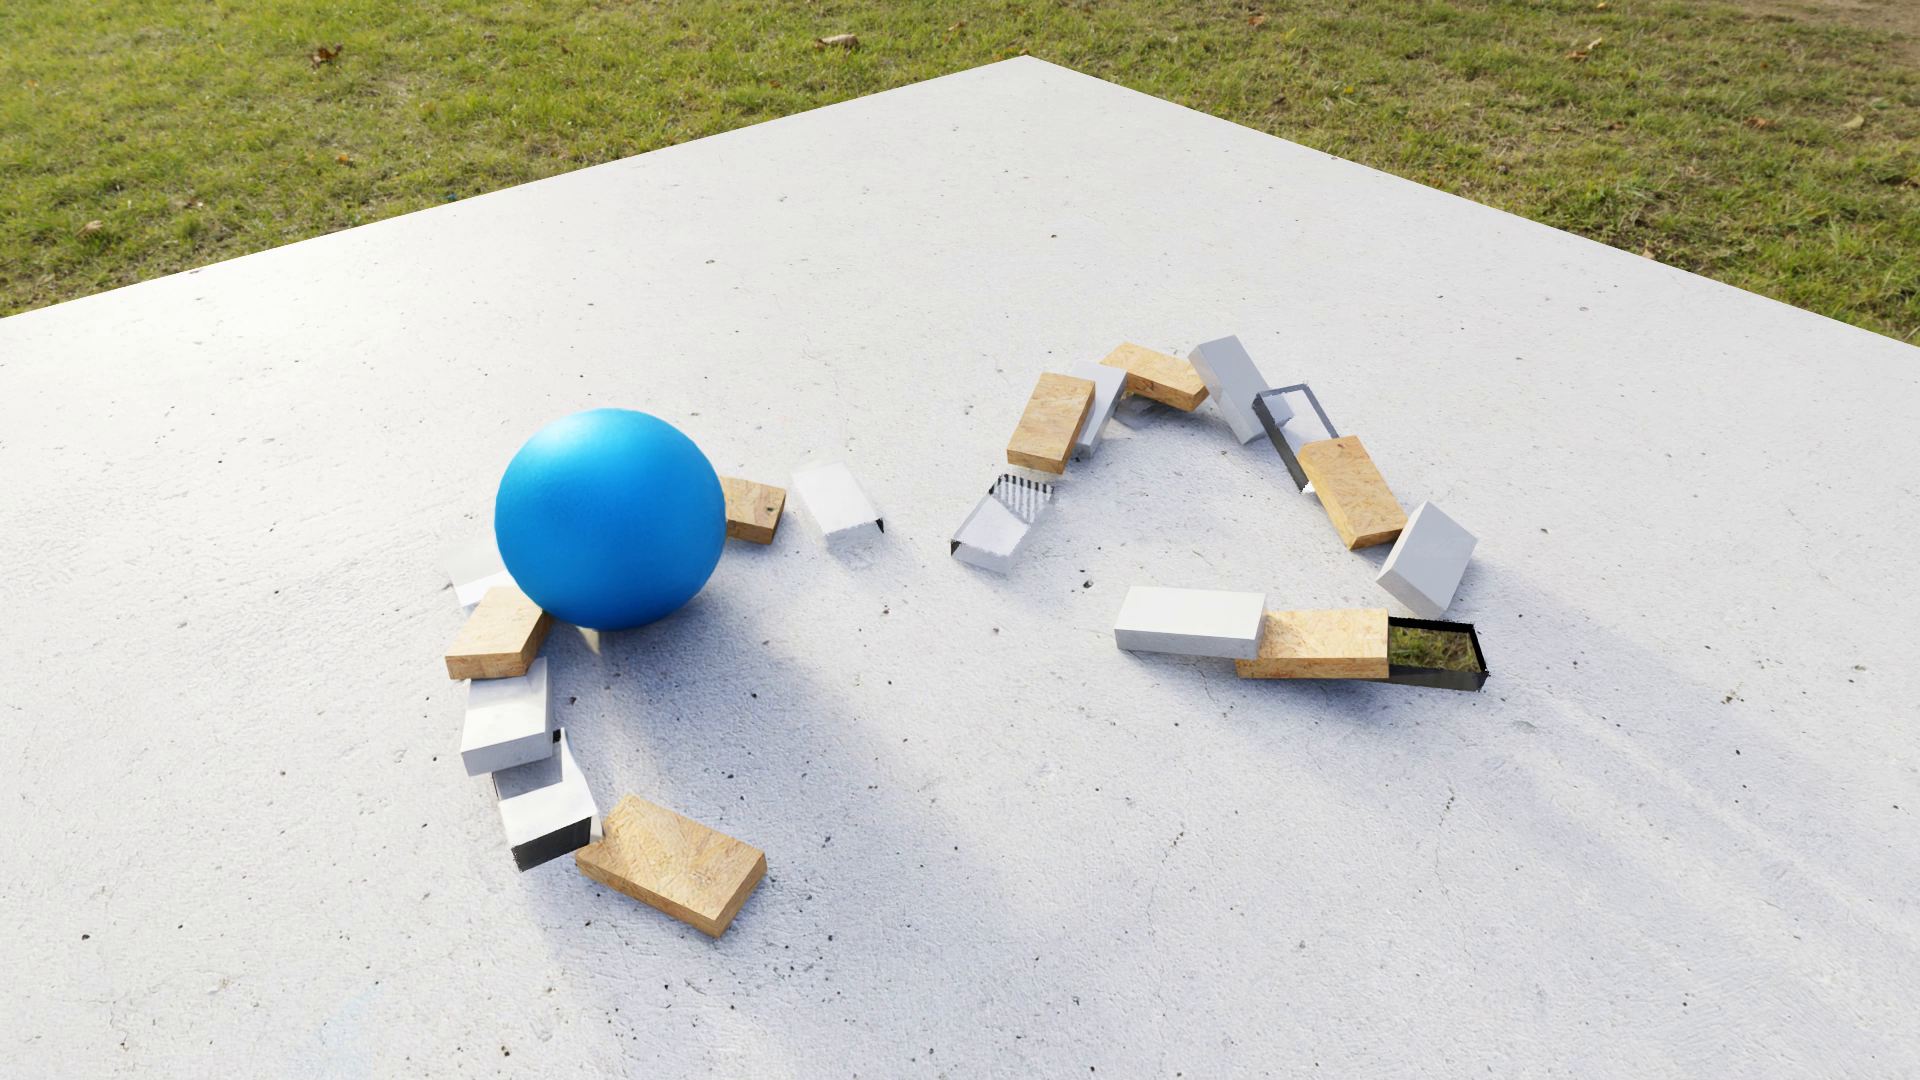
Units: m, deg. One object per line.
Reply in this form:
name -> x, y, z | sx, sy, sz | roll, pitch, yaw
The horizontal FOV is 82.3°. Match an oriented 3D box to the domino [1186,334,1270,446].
domino -> 0.129, -0.070, 0.508 | 0.025, 0.009, 0.050 | -19, 72, -30

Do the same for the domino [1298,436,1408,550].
domino -> 0.164, -0.020, 0.458 | 0.025, 0.010, 0.050 | -10, 55, -12

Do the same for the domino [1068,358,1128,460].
domino -> 0.057, -0.061, 0.508 | 0.025, 0.010, 0.050 | 16, 56, 19

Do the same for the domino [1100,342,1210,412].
domino -> 0.094, -0.078, 0.524 | 0.050, 0.010, 0.025 | 25, 45, 27

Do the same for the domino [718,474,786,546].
domino -> -0.099, -0.015, 0.453 | 0.050, 0.009, 0.025 | 13, 43, -3

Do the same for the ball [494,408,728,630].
ball -> -0.125, -0.008, 0.397 | 0.080, 0.080, 0.080 | 0, 39, 0

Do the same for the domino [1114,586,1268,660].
domino -> 0.084, 0.029, 0.398 | 0.050, 0.009, 0.025 | 2, 37, 25

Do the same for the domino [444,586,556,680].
domino -> -0.163, 0.032, 0.395 | 0.025, 0.009, 0.050 | -3, 26, -3

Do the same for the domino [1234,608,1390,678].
domino -> 0.124, 0.036, 0.387 | 0.050, 0.010, 0.025 | -3, 36, 25

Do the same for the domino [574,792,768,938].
domino -> -0.086, 0.096, 0.327 | 0.050, 0.009, 0.025 | 17, 42, 19

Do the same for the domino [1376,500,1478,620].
domino -> 0.182, 0.008, 0.426 | 0.025, 0.009, 0.050 | 40, 49, 7

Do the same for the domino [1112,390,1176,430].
domino -> 0.093, -0.072, 0.531 | 0.050, 0.010, 0.025 | -30, 48, -31

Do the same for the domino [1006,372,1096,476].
domino -> 0.041, -0.053, 0.492 | 0.025, 0.010, 0.050 | 14, 56, 17

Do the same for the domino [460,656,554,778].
domino -> -0.149, 0.057, 0.363 | 0.025, 0.010, 0.050 | -13, 26, -15

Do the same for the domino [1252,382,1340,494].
domino -> 0.152, -0.046, 0.486 | 0.025, 0.009, 0.050 | -12, 60, -15

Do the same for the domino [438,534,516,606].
domino -> -0.176, 0.006, 0.436 | 0.050, 0.010, 0.025 | -23, 44, -25

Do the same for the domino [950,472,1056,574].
domino -> 0.019, -0.008, 0.453 | 0.025, 0.009, 0.050 | 17, 42, 20

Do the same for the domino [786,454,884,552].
domino -> -0.053, -0.016, 0.464 | 0.025, 0.010, 0.050 | -16, 42, -19

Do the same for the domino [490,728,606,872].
domino -> -0.128, 0.079, 0.339 | 0.025, 0.010, 0.050 | -20, 30, -22

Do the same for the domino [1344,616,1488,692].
domino -> 0.160, 0.040, 0.395 | 0.050, 0.010, 0.025 | 5, 40, 6
